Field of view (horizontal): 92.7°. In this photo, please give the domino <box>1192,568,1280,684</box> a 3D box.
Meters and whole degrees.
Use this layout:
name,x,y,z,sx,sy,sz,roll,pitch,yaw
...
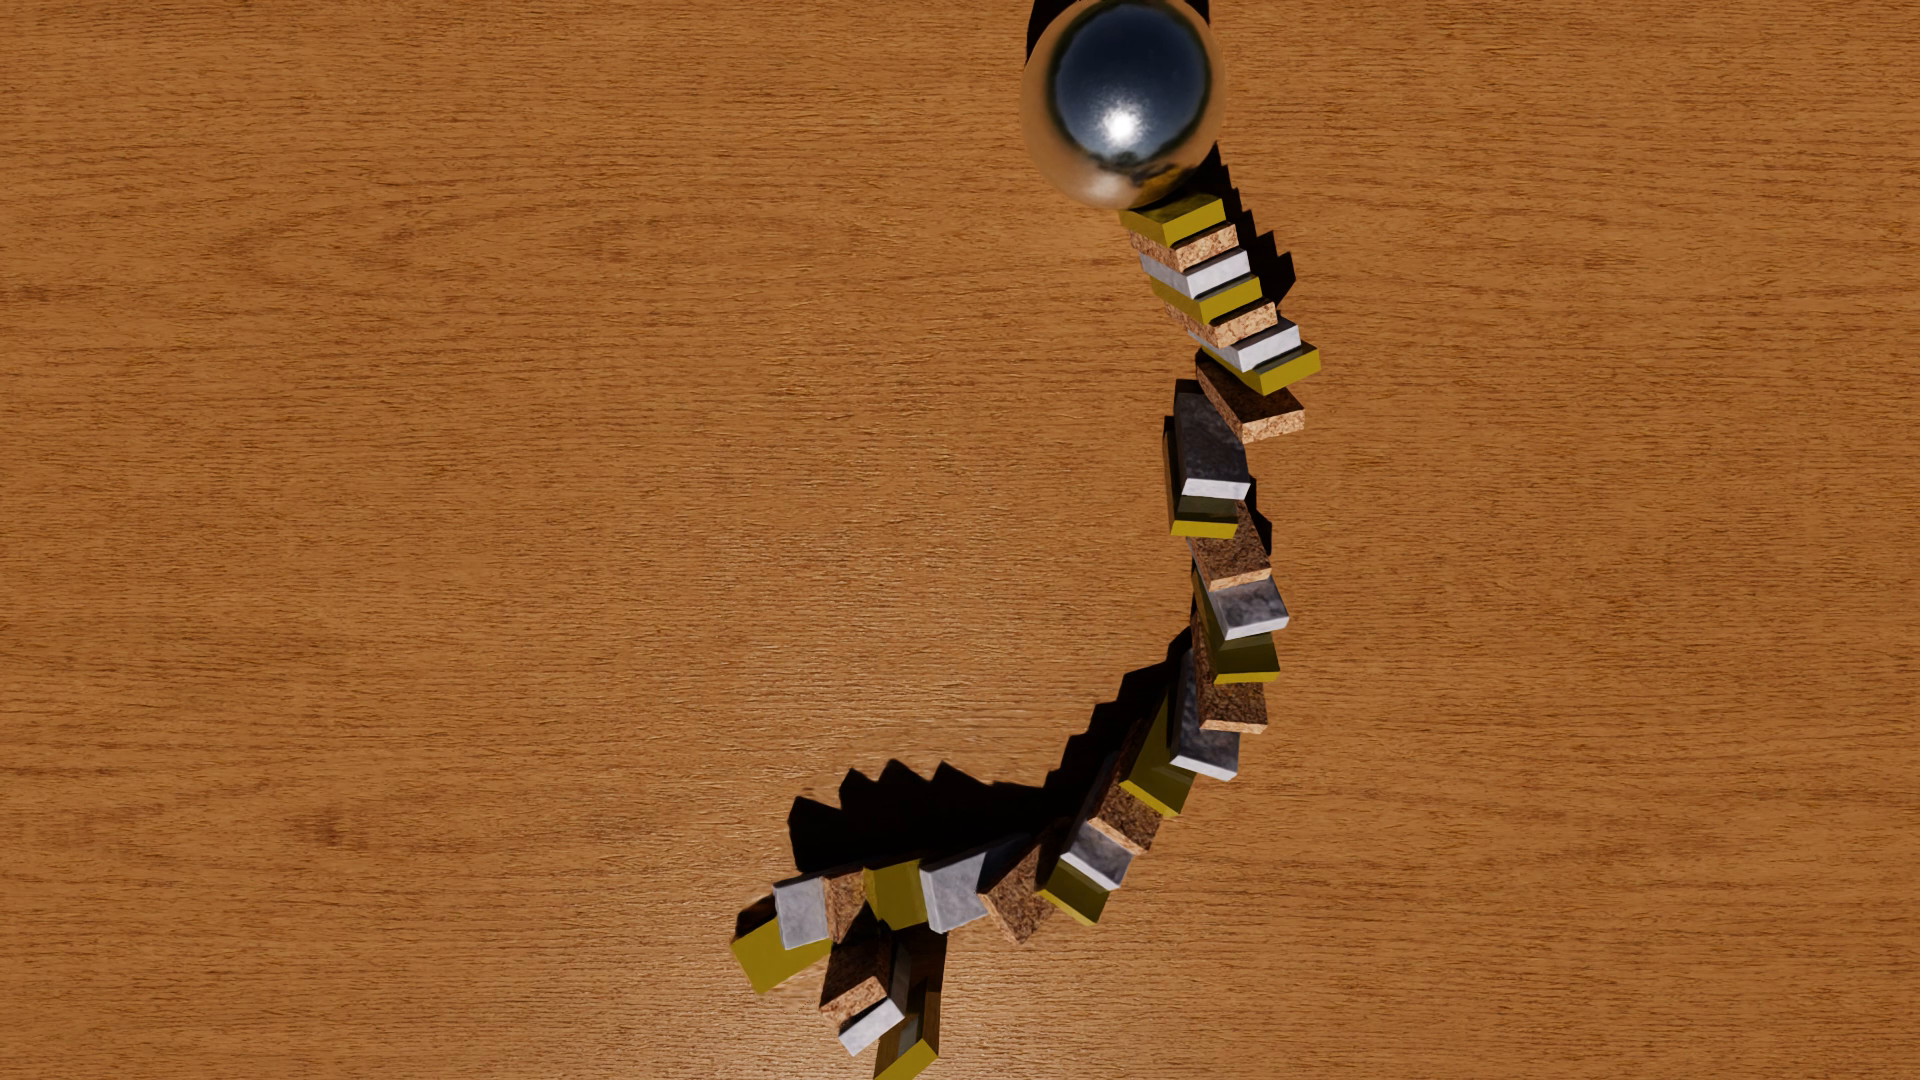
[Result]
name,x,y,z,sx,sy,sz,roll,pitch,yaw
domino,0.114,0.034,0.382,0.025,0.009,0.050,-2,57,-1

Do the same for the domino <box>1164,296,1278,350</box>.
name,x,y,z,sx,sy,sz,roll,pitch,yaw
domino,0.106,-0.095,0.376,0.025,0.050,0.009,-24,121,0

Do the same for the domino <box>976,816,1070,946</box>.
name,x,y,z,sx,sy,sz,roll,pitch,yaw
domino,0.033,0.142,0.383,0.050,0.010,0.025,-33,90,-30

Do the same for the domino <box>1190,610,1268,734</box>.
name,x,y,z,sx,sy,sz,roll,pitch,yaw
domino,0.112,0.054,0.382,0.025,0.010,0.050,6,57,-2

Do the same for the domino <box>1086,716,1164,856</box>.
name,x,y,z,sx,sy,sz,roll,pitch,yaw
domino,0.075,0.102,0.383,0.025,0.010,0.050,34,58,0

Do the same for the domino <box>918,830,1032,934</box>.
name,x,y,z,sx,sy,sz,roll,pitch,yaw
domino,0.009,0.142,0.383,0.050,0.009,0.025,-10,88,-30

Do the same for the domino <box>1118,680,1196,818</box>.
name,x,y,z,sx,sy,sz,roll,pitch,yaw
domino,0.088,0.087,0.383,0.025,0.010,0.050,34,59,0

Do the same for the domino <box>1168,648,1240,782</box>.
name,x,y,z,sx,sy,sz,roll,pitch,yaw
domino,0.103,0.072,0.382,0.025,0.010,0.050,17,56,-1

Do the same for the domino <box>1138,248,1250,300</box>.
name,x,y,z,sx,sy,sz,roll,pitch,yaw
domino,0.095,-0.114,0.376,0.025,0.050,0.009,-24,121,0

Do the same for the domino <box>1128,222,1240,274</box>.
name,x,y,z,sx,sy,sz,roll,pitch,yaw
domino,0.091,-0.124,0.376,0.025,0.050,0.009,-24,121,0

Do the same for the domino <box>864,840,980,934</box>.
name,x,y,z,sx,sy,sz,roll,pitch,yaw
domino,-0.014,0.144,0.381,0.050,0.009,0.025,-3,83,-31

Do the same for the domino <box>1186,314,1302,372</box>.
name,x,y,z,sx,sy,sz,roll,pitch,yaw
domino,0.115,-0.086,0.376,0.025,0.050,0.009,-24,122,0

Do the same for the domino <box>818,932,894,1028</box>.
name,x,y,z,sx,sy,sz,roll,pitch,yaw
domino,-0.042,0.175,0.375,0.025,0.050,0.009,-31,93,0

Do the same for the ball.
name,x,y,z,sx,sy,sz,roll,pitch,yaw
ball,0.063,-0.172,0.360,0.080,0.080,0.080,0,90,0

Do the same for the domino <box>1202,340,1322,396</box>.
name,x,y,z,sx,sy,sz,roll,pitch,yaw
domino,0.122,-0.077,0.376,0.025,0.050,0.010,-25,122,-1

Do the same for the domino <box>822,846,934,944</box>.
name,x,y,z,sx,sy,sz,roll,pitch,yaw
domino,-0.031,0.147,0.382,0.050,0.009,0.025,-5,83,-31

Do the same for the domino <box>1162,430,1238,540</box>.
name,x,y,z,sx,sy,sz,roll,pitch,yaw
domino,0.099,-0.024,0.380,0.025,0.009,0.050,4,52,2

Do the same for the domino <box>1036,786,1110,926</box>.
name,x,y,z,sx,sy,sz,roll,pitch,yaw
domino,0.055,0.131,0.383,0.025,0.010,0.050,34,58,0

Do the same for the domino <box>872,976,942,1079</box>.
name,x,y,z,sx,sy,sz,roll,pitch,yaw
domino,-0.021,0.202,0.375,0.025,0.050,0.009,-40,90,0

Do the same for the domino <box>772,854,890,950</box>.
name,x,y,z,sx,sy,sz,roll,pitch,yaw
domino,-0.051,0.151,0.385,0.050,0.010,0.025,-8,84,-22

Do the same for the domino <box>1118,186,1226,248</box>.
name,x,y,z,sx,sy,sz,roll,pitch,yaw
domino,0.086,-0.134,0.376,0.025,0.050,0.009,-24,121,0

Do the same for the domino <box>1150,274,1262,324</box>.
name,x,y,z,sx,sy,sz,roll,pitch,yaw
domino,0.100,-0.104,0.376,0.025,0.050,0.009,-24,121,0

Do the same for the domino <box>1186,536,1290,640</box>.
name,x,y,z,sx,sy,sz,roll,pitch,yaw
domino,0.115,0.015,0.382,0.025,0.010,0.050,-12,58,-2

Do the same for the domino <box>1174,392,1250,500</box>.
name,x,y,z,sx,sy,sz,roll,pitch,yaw
domino,0.104,-0.040,0.381,0.025,0.010,0.050,5,52,1

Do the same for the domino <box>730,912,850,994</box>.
name,x,y,z,sx,sy,sz,roll,pitch,yaw
domino,-0.070,0.171,0.395,0.050,0.009,0.025,-31,90,0

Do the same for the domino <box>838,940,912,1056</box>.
name,x,y,z,sx,sy,sz,roll,pitch,yaw
domino,-0.034,0.186,0.375,0.025,0.050,0.010,-37,90,0

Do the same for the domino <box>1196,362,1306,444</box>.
name,x,y,z,sx,sy,sz,roll,pitch,yaw
domino,0.119,-0.060,0.378,0.025,0.050,0.010,-14,129,0

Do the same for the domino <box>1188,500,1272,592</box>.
name,x,y,z,sx,sy,sz,roll,pitch,yaw
domino,0.109,-0.005,0.383,0.025,0.009,0.050,-13,59,0

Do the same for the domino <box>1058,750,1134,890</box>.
name,x,y,z,sx,sy,sz,roll,pitch,yaw
domino,0.064,0.116,0.382,0.025,0.010,0.050,34,58,0
